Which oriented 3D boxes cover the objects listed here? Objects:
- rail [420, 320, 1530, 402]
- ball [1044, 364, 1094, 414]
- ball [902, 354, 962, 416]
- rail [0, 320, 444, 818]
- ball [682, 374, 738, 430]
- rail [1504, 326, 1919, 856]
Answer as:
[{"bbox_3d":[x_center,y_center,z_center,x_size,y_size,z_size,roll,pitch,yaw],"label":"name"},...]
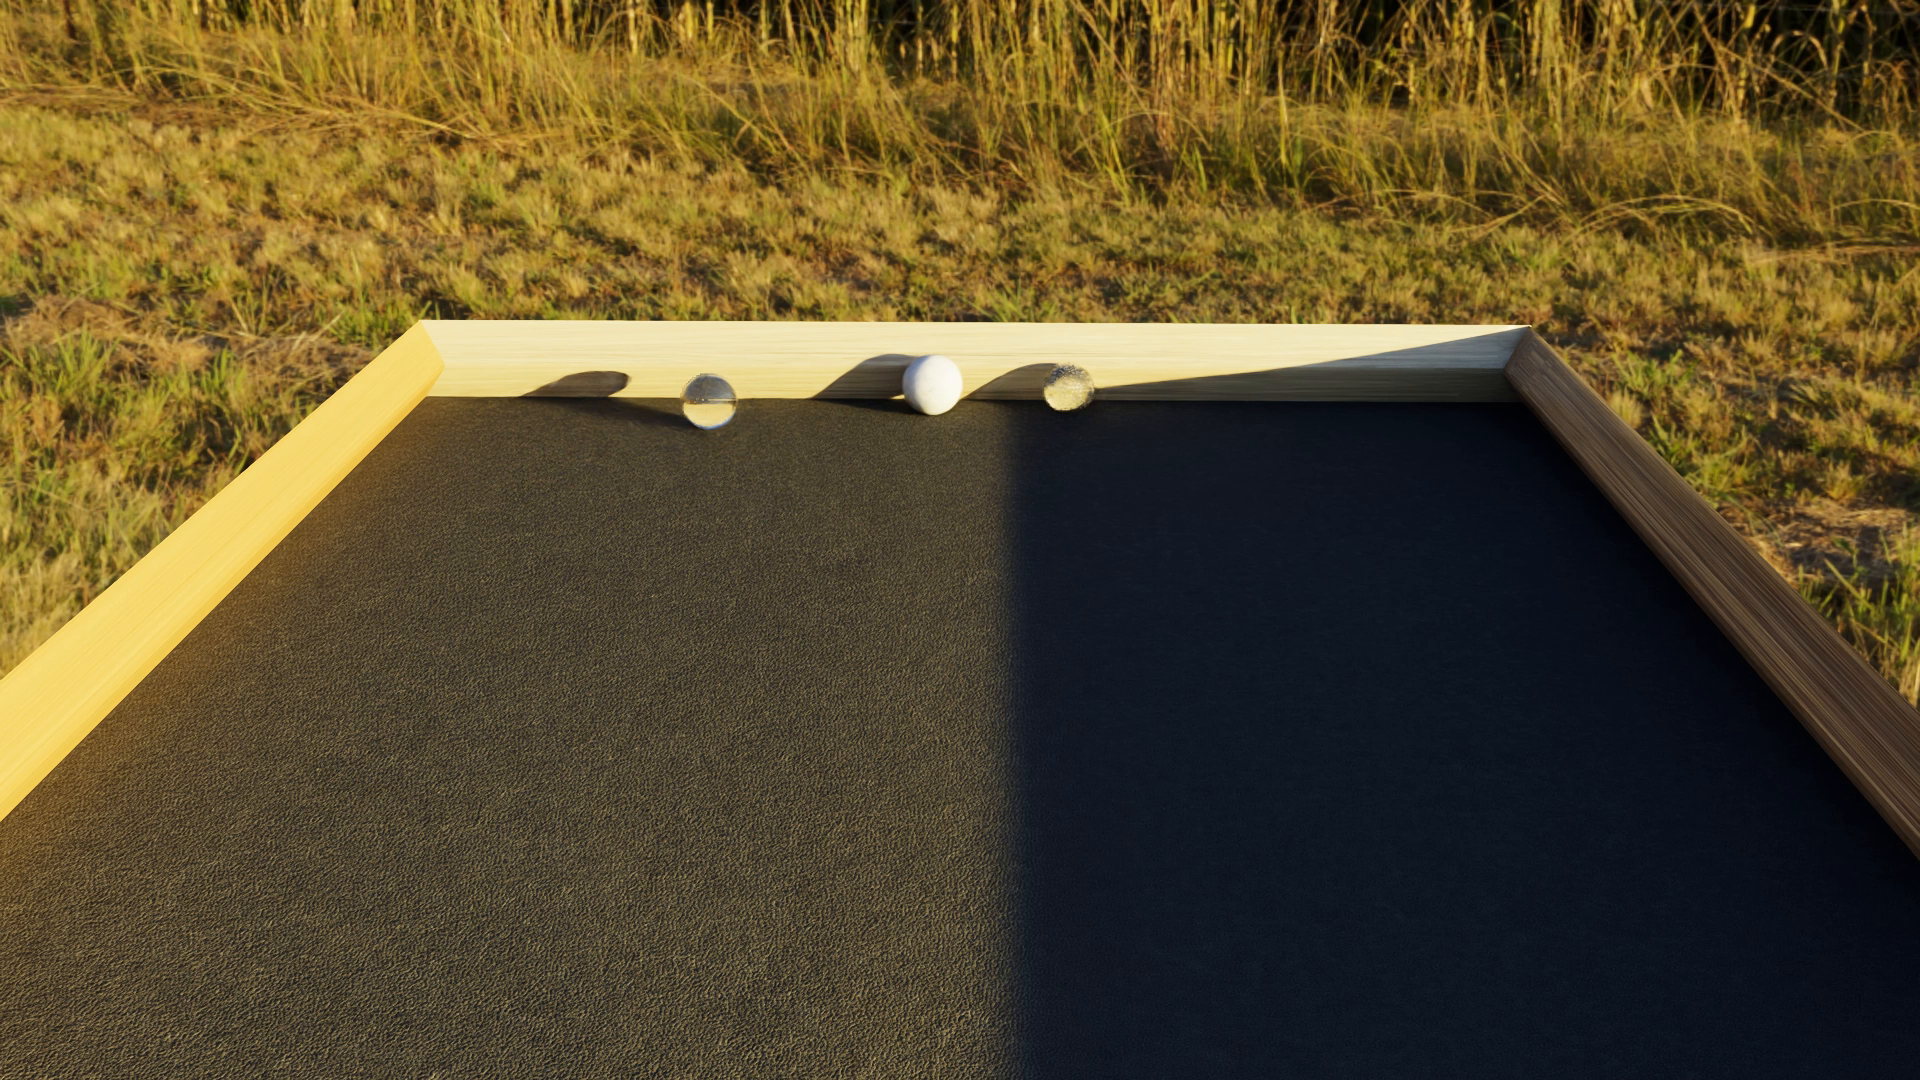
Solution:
[{"bbox_3d":[0.017,-0.263,3.298,1.670,0.117,0.045,0,18,1],"label":"rail"},{"bbox_3d":[0.162,-0.224,3.248,0.075,0.075,0.075,0,18,0],"label":"ball"},{"bbox_3d":[-0.041,-0.229,3.241,0.090,0.090,0.090,0,18,0],"label":"ball"},{"bbox_3d":[-0.829,0.226,1.822,0.045,0.117,3.193,0,18,1],"label":"rail"},{"bbox_3d":[-0.360,-0.198,3.163,0.080,0.080,0.080,0,18,0],"label":"ball"},{"bbox_3d":[0.793,0.237,1.788,0.045,0.117,3.193,0,18,1],"label":"rail"}]
